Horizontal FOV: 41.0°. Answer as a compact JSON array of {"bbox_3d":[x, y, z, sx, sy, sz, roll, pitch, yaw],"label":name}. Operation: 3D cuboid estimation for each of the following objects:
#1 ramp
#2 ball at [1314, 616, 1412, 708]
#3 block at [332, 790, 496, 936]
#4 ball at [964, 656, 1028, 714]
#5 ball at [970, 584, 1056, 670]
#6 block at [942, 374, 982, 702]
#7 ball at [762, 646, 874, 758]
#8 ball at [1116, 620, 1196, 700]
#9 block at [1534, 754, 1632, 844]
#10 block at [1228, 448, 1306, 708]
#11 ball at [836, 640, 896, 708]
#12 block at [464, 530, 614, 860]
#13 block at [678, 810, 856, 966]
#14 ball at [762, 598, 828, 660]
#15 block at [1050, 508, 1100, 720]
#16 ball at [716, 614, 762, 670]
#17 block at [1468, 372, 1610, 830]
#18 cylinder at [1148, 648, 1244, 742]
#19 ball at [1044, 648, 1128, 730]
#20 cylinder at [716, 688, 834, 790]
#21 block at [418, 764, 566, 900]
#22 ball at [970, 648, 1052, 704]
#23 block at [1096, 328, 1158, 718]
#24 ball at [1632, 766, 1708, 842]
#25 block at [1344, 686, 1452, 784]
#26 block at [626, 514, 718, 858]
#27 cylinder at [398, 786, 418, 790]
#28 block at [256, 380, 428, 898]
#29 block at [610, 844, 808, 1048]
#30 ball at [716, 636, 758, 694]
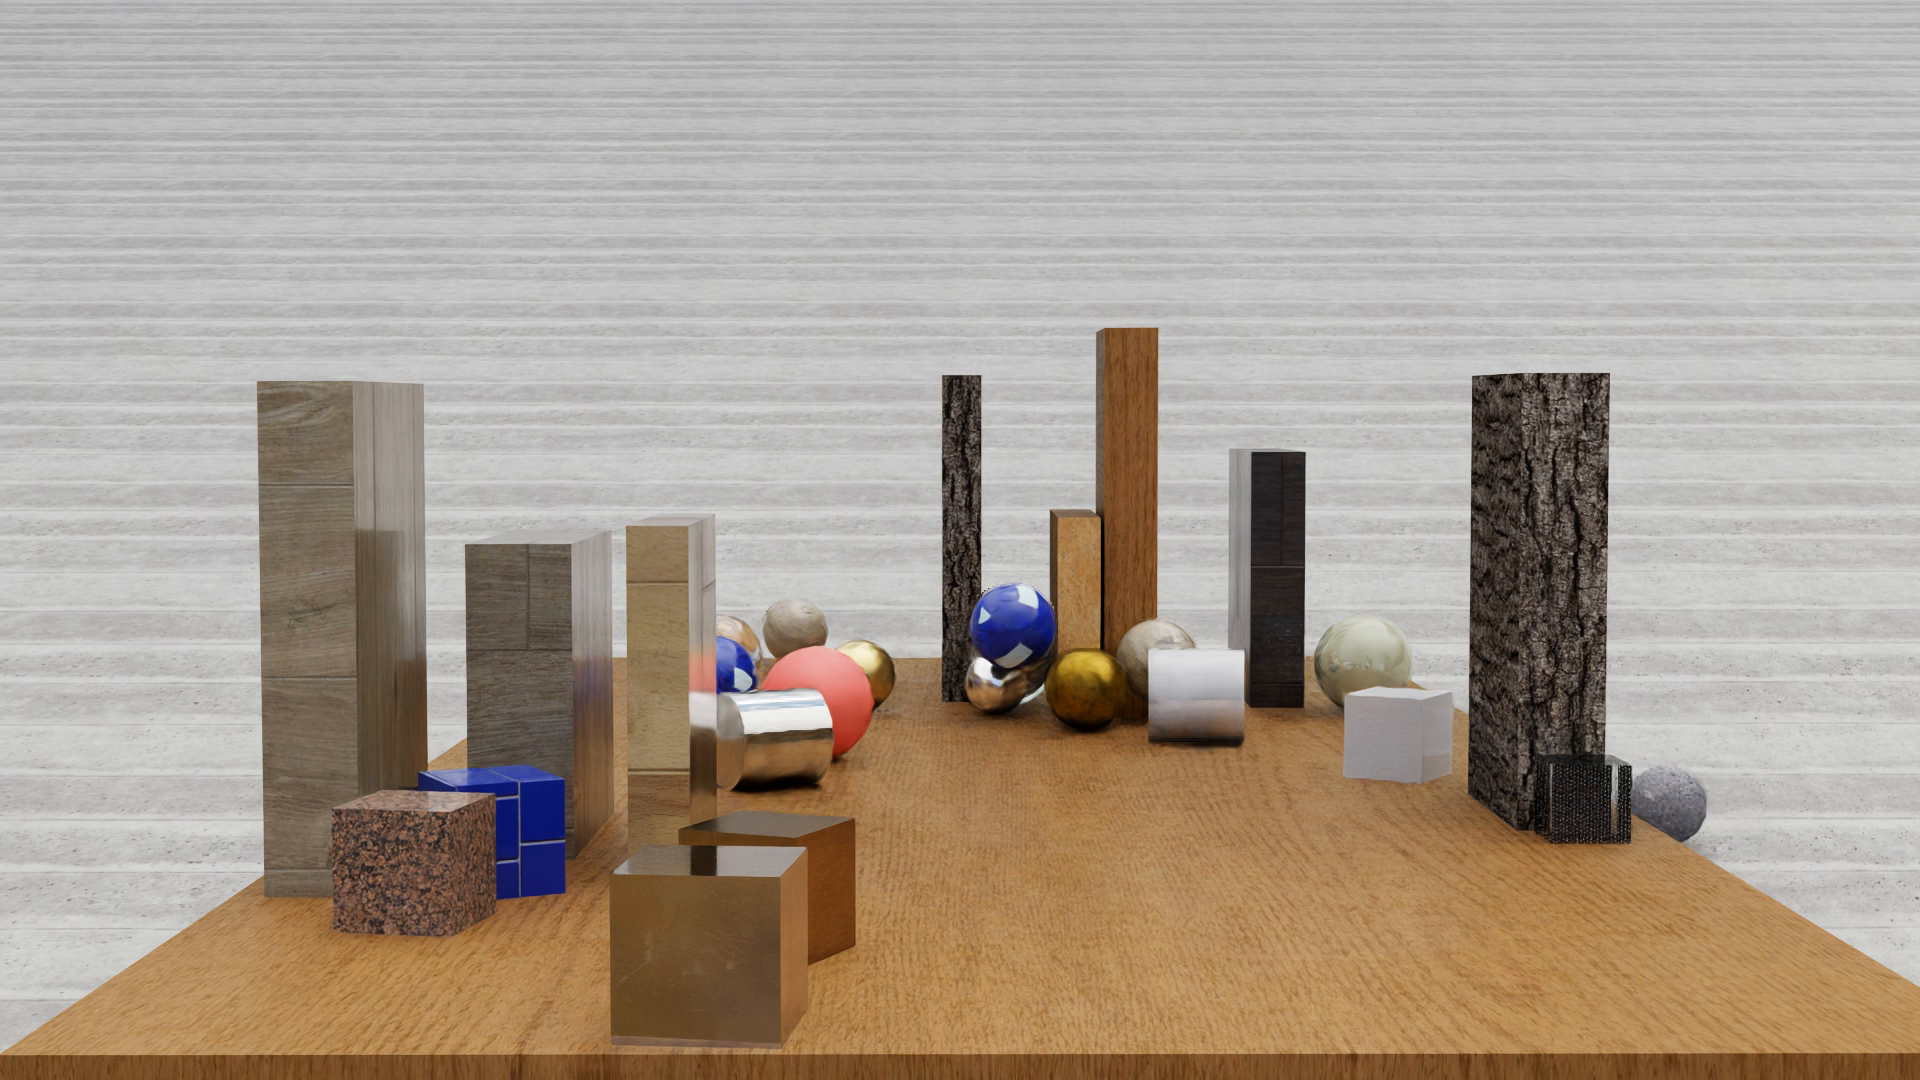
[{"bbox_3d":[0.050,0.452,4.532,2.000,0.100,4.000,0,3,0],"label":"ramp"},{"bbox_3d":[0.836,0.257,5.339,0.203,0.203,0.203,0,21,0],"label":"ball"},{"bbox_3d":[-0.672,0.397,3.177,0.151,0.151,0.151,1,3,11],"label":"block"},{"bbox_3d":[0.074,0.296,5.316,0.130,0.130,0.130,0,21,0],"label":"ball"},{"bbox_3d":[0.107,0.175,5.171,0.173,0.173,0.173,0,21,0],"label":"ball"},{"bbox_3d":[0.004,-0.011,5.683,0.085,0.703,0.320,0,3,0],"label":"block"},{"bbox_3d":[-0.258,0.294,4.629,0.205,0.205,0.205,0,21,0],"label":"ball"},{"bbox_3d":[0.395,0.241,5.152,0.164,0.164,0.164,0,21,0],"label":"ball"},{"bbox_3d":[0.919,0.382,3.798,0.115,0.115,0.115,0,3,0],"label":"block"},{"bbox_3d":[0.670,0.073,5.638,0.115,0.540,0.439,0,3,0],"label":"block"},{"bbox_3d":[-0.210,0.283,5.359,0.151,0.151,0.151,0,21,0],"label":"ball"},{"bbox_3d":[-0.618,0.217,3.815,0.149,0.445,0.422,0,3,0],"label":"block"},{"bbox_3d":[-0.224,0.406,2.999,0.152,0.152,0.152,1,3,24],"label":"block"},{"bbox_3d":[-0.406,0.226,6.346,0.161,0.161,0.161,0,21,0],"label":"ball"},{"bbox_3d":[0.240,0.149,5.418,0.087,0.412,0.444,0,3,0],"label":"block"},{"bbox_3d":[-0.527,0.253,5.694,0.176,0.176,0.176,0,21,0],"label":"ball"},{"bbox_3d":[0.901,0.084,4.025,0.131,0.686,0.369,0,3,0],"label":"block"},{"bbox_3d":[0.446,0.295,4.862,0.177,0.177,0.177,0,21,5],"label":"cylinder"},{"bbox_3d":[0.249,0.292,5.055,0.163,0.163,0.163,0,21,0],"label":"ball"},{"bbox_3d":[-0.321,0.332,4.308,0.162,0.162,0.162,-2,19,-31],"label":"cylinder"},{"bbox_3d":[-0.620,0.386,3.397,0.151,0.151,0.151,-2,3,-28],"label":"block"},{"bbox_3d":[0.109,0.264,5.476,0.175,0.175,0.175,0,21,0],"label":"ball"},{"bbox_3d":[0.348,-0.042,5.404,0.108,0.795,0.332,0,3,0],"label":"block"},{"bbox_3d":[1.590,0.596,5.786,0.177,0.177,0.177,0,21,0],"label":"ball"},{"bbox_3d":[0.757,0.335,4.439,0.142,0.142,0.142,2,4,32],"label":"block"},{"bbox_3d":[-0.400,0.211,3.596,0.082,0.480,0.385,0,3,0],"label":"block"},{"bbox_3d":[-0.720,0.398,3.558,0.111,0.111,0.111,0,21,2],"label":"cylinder"},{"bbox_3d":[-0.843,0.118,3.545,0.123,0.670,0.441,0,3,0],"label":"block"},{"bbox_3d":[-0.255,0.415,2.642,0.172,0.172,0.172,0,3,6],"label":"block"},{"bbox_3d":[-0.495,0.280,5.164,0.177,0.177,0.177,0,21,0],"label":"ball"}]
